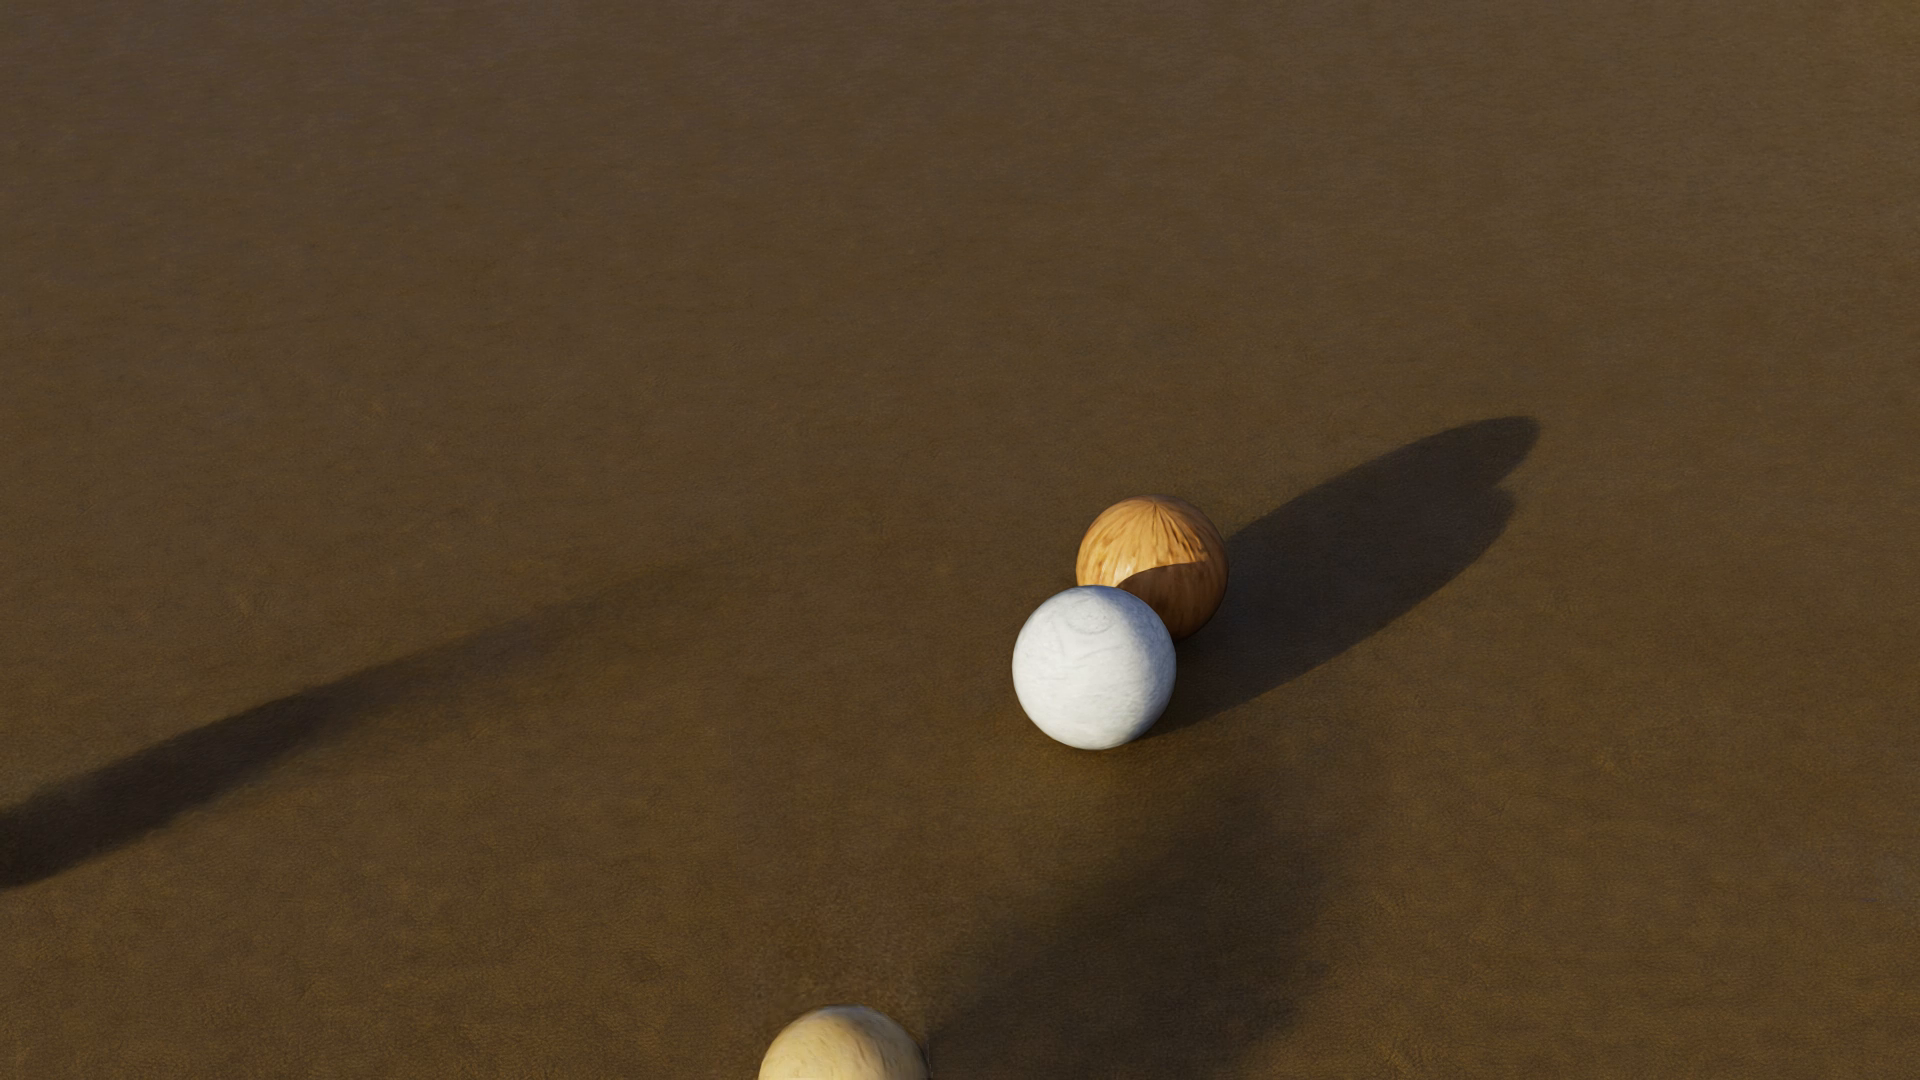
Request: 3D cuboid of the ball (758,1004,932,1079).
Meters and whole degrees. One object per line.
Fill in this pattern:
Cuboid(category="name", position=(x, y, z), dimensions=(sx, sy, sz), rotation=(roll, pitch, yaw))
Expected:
Cuboid(category="ball", position=(-0.051, 0.243, 1.293), dimensions=(0.077, 0.077, 0.077), rotation=(0, 29, 0))

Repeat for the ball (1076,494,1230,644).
Cuboid(category="ball", position=(0.110, 0.017, 1.682), dimensions=(0.088, 0.088, 0.088), rotation=(0, 29, 0))

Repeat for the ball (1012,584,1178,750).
Cuboid(category="ball", position=(0.073, 0.069, 1.589), dimensions=(0.089, 0.089, 0.089), rotation=(0, 29, 0))
